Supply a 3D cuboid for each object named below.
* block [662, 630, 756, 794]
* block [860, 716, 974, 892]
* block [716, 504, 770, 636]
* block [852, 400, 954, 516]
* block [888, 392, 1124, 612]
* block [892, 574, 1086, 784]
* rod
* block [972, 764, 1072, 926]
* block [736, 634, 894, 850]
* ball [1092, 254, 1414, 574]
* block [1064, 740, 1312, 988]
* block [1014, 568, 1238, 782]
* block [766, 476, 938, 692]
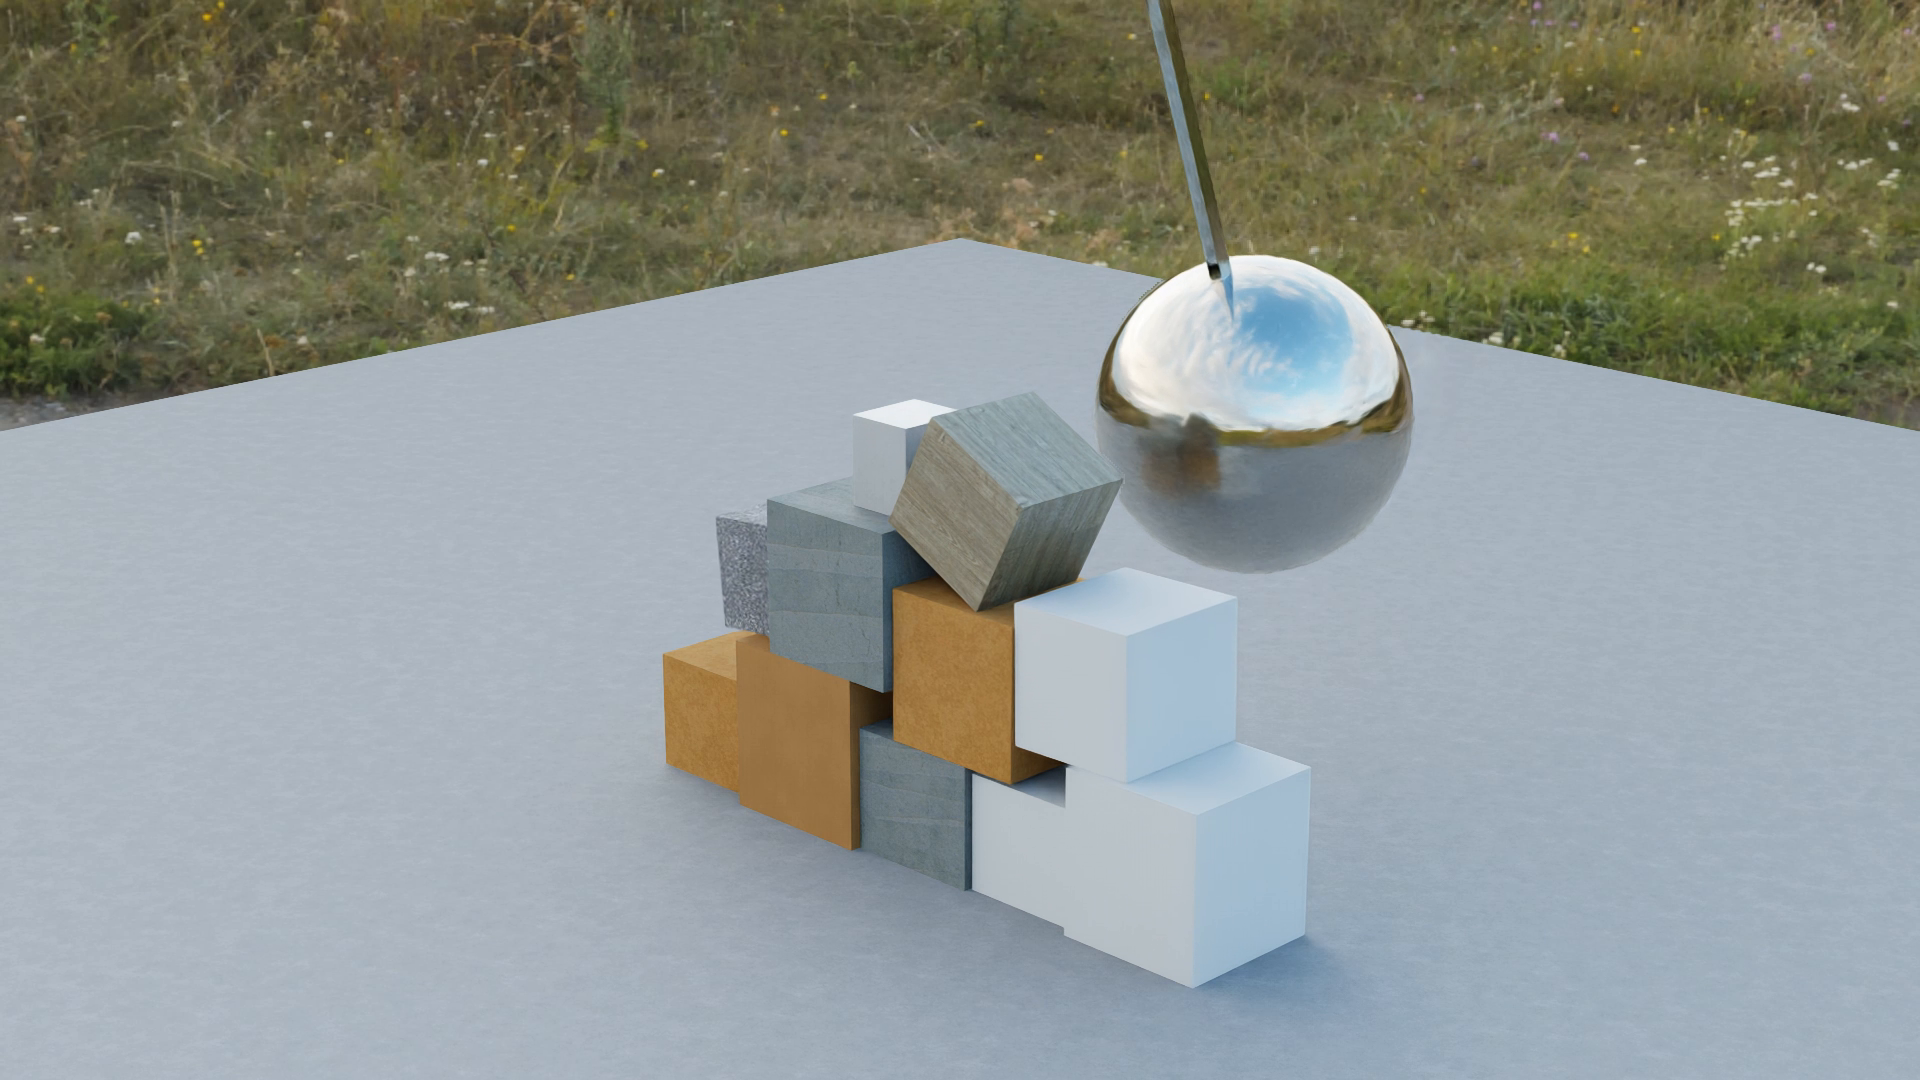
[{"bbox_3d":[-1.012,0.844,14.681,0.666,0.586,0.658,-17,24,-42],"label":"block"},{"bbox_3d":[0.034,1.154,13.668,0.725,0.603,0.688,-17,24,-42],"label":"block"},{"bbox_3d":[-0.806,0.125,14.210,0.533,0.551,0.474,-17,18,-42],"label":"block"},{"bbox_3d":[-0.227,-0.372,13.465,0.396,0.431,0.349,-17,24,-42],"label":"block"},{"bbox_3d":[0.201,-0.177,13.058,0.640,0.610,0.635,-16,51,-42],"label":"block"},{"bbox_3d":[0.212,0.571,13.292,0.745,0.734,0.713,17,24,42],"label":"block"},{"bbox_3d":[0.636,-3.423,12.932,0.080,5.200,0.080,17,44,42],"label":"rod"},{"bbox_3d":[0.499,1.314,13.224,0.639,0.564,0.617,-17,24,-42],"label":"block"},{"bbox_3d":[-0.503,0.880,14.133,0.810,0.846,0.796,-17,24,-42],"label":"block"},{"bbox_3d":[1.467,-0.628,14.682,1.600,1.600,1.600,0,17,0],"label":"ball"},{"bbox_3d":[0.983,1.354,12.723,0.753,0.788,0.740,-17,24,-42],"label":"block"},{"bbox_3d":[0.723,0.576,12.787,0.720,0.658,0.652,-17,23,-42],"label":"block"},{"bbox_3d":[-0.323,0.162,13.746,0.847,0.756,0.776,-17,24,-42],"label":"block"}]
